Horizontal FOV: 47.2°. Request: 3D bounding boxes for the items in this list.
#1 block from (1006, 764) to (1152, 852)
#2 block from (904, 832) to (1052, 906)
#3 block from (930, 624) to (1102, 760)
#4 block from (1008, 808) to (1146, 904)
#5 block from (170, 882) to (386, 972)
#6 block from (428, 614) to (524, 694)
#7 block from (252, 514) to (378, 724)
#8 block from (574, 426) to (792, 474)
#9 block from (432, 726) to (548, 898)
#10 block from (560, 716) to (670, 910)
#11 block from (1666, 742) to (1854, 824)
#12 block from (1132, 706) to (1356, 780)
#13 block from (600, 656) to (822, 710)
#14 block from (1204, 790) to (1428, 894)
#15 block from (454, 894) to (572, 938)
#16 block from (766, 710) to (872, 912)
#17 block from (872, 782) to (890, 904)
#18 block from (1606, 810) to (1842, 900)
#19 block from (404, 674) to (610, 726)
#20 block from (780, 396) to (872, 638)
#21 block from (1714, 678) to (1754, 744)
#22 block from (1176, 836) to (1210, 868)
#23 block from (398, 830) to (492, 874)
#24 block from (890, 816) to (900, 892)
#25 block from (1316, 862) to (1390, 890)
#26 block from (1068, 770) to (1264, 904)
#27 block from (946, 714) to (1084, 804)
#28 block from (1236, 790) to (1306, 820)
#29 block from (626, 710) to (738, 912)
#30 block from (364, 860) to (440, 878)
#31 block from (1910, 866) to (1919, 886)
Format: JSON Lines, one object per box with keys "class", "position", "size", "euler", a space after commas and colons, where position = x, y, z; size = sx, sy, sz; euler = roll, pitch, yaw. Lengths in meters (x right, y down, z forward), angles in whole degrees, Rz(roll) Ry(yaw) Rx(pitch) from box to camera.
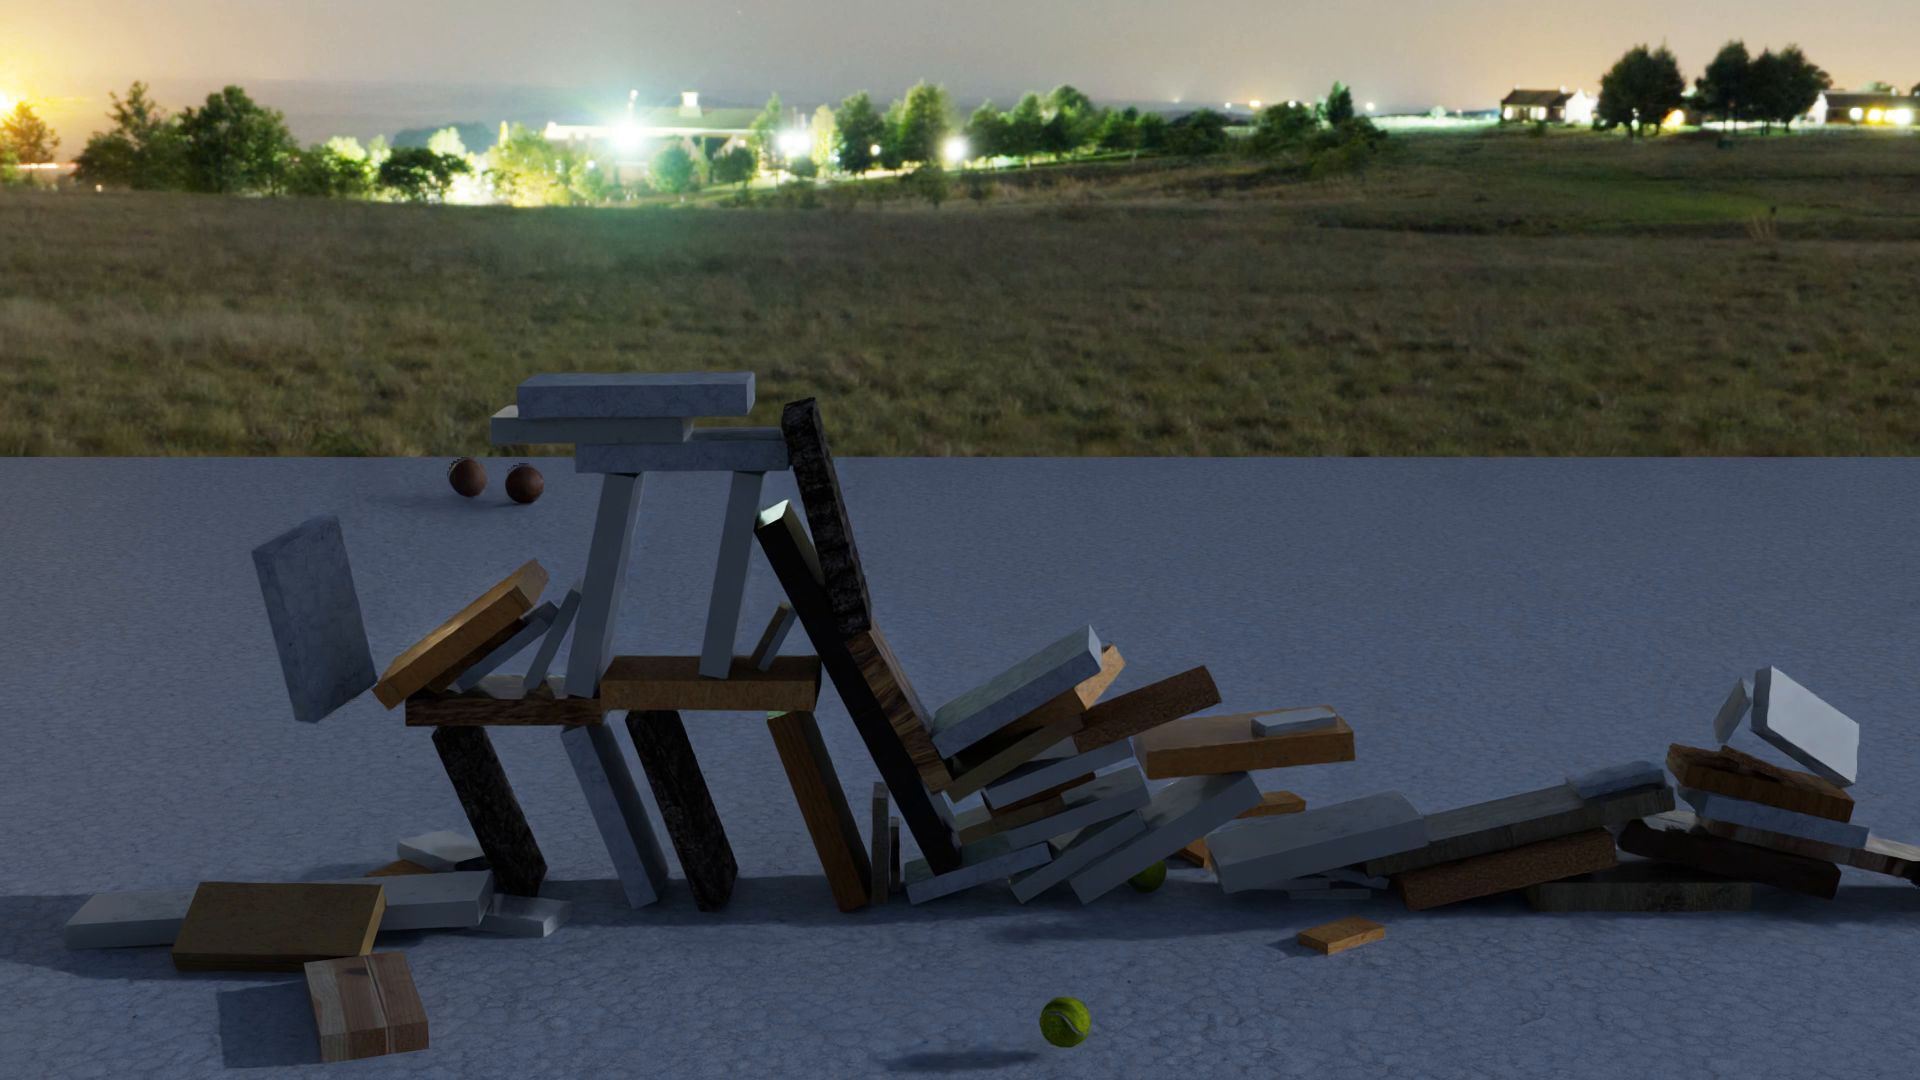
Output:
{"class": "block", "position": [0.193, 0.444, 3.658], "size": [0.242, 0.034, 0.121], "euler": [-19, 10, 2]}
{"class": "block", "position": [0.028, 0.537, 3.664], "size": [0.242, 0.034, 0.121], "euler": [-18, 10, 1]}
{"class": "block", "position": [0.093, 0.246, 3.589], "size": [0.297, 0.042, 0.148], "euler": [-30, 10, 10]}
{"class": "block", "position": [0.192, 0.510, 3.661], "size": [0.242, 0.034, 0.121], "euler": [-32, 10, 4]}
{"class": "block", "position": [-1.041, 0.593, 3.369], "size": [0.286, 0.041, 0.143], "euler": [0, 39, 3]}
{"class": "block", "position": [-0.793, 0.176, 3.601], "size": [0.181, 0.026, 0.090], "euler": [-39, 16, -3]}
{"class": "block", "position": [-1.043, 0.127, 3.565], "size": [0.043, 0.301, 0.150], "euler": [5, 26, 28]}
{"class": "block", "position": [-0.439, -0.146, 3.537], "size": [0.334, 0.047, 0.167], "euler": [-1, 11, -1]}
{"class": "block", "position": [-0.777, 0.437, 3.642], "size": [0.045, 0.315, 0.158], "euler": [-22, 11, 1]}
{"class": "block", "position": [-0.569, 0.437, 3.643], "size": [0.045, 0.315, 0.157], "euler": [-20, 10, 3]}
{"class": "block", "position": [1.331, 0.405, 3.669], "size": [0.273, 0.039, 0.136], "euler": [13, 10, 4]}
{"class": "block", "position": [0.469, 0.336, 3.665], "size": [0.341, 0.048, 0.171], "euler": [-5, 11, -3]}
{"class": "block", "position": [-0.404, 0.233, 3.600], "size": [0.343, 0.049, 0.171], "euler": [0, 11, 0]}
{"class": "block", "position": [0.588, 0.500, 3.658], "size": [0.341, 0.048, 0.171], "euler": [-14, 10, 0]}
{"class": "block", "position": [-0.732, 0.601, 3.538], "size": [0.189, 0.027, 0.094], "euler": [3, 11, 17]}
{"class": "block", "position": [-0.229, 0.424, 3.634], "size": [0.049, 0.343, 0.171], "euler": [-20, 10, 3]}
{"class": "block", "position": [-0.131, 0.502, 3.645], "size": [0.026, 0.182, 0.091], "euler": [1, 11, 0]}
{"class": "block", "position": [1.265, 0.510, 3.667], "size": [0.346, 0.049, 0.173], "euler": [13, 10, 4]}
{"class": "block", "position": [-0.734, 0.263, 3.611], "size": [0.315, 0.045, 0.158], "euler": [0, 11, 0]}
{"class": "block", "position": [-0.212, -0.039, 3.526], "size": [0.050, 0.356, 0.178], "euler": [-15, 14, 1]}
{"class": "block", "position": [1.250, 0.276, 3.555], "size": [0.014, 0.101, 0.050], "euler": [16, 36, -2]}
{"class": "block", "position": [0.401, 0.531, 3.855], "size": [0.063, 0.018, 0.127], "euler": [-16, 30, -41]}
{"class": "block", "position": [-0.865, 0.533, 3.735], "size": [0.094, 0.027, 0.189], "euler": [-10, 12, -43]}
{"class": "block", "position": [-0.109, 0.528, 3.691], "size": [0.016, 0.114, 0.057], "euler": [-1, 11, -2]}
{"class": "block", "position": [0.644, 0.550, 3.672], "size": [0.133, 0.019, 0.067], "euler": [13, 9, -3]}
{"class": "block", "position": [0.333, 0.473, 3.657], "size": [0.341, 0.048, 0.171], "euler": [-31, 10, 4]}
{"class": "block", "position": [0.084, 0.341, 3.635], "size": [0.247, 0.035, 0.123], "euler": [-31, 11, 4]}
{"class": "block", "position": [0.567, 0.496, 4.120], "size": [0.143, 0.020, 0.072], "euler": [-4, 11, -19]}
{"class": "block", "position": [-0.457, 0.424, 3.634], "size": [0.049, 0.343, 0.171], "euler": [-19, 10, 4]}
{"class": "block", "position": [-0.909, 0.563, 3.741], "size": [0.095, 0.027, 0.189], "euler": [6, 12, 28]}
{"class": "block", "position": [1.658, 0.502, 3.598], "size": [0.112, 0.032, 0.223], "euler": [33, 62, 18]}
